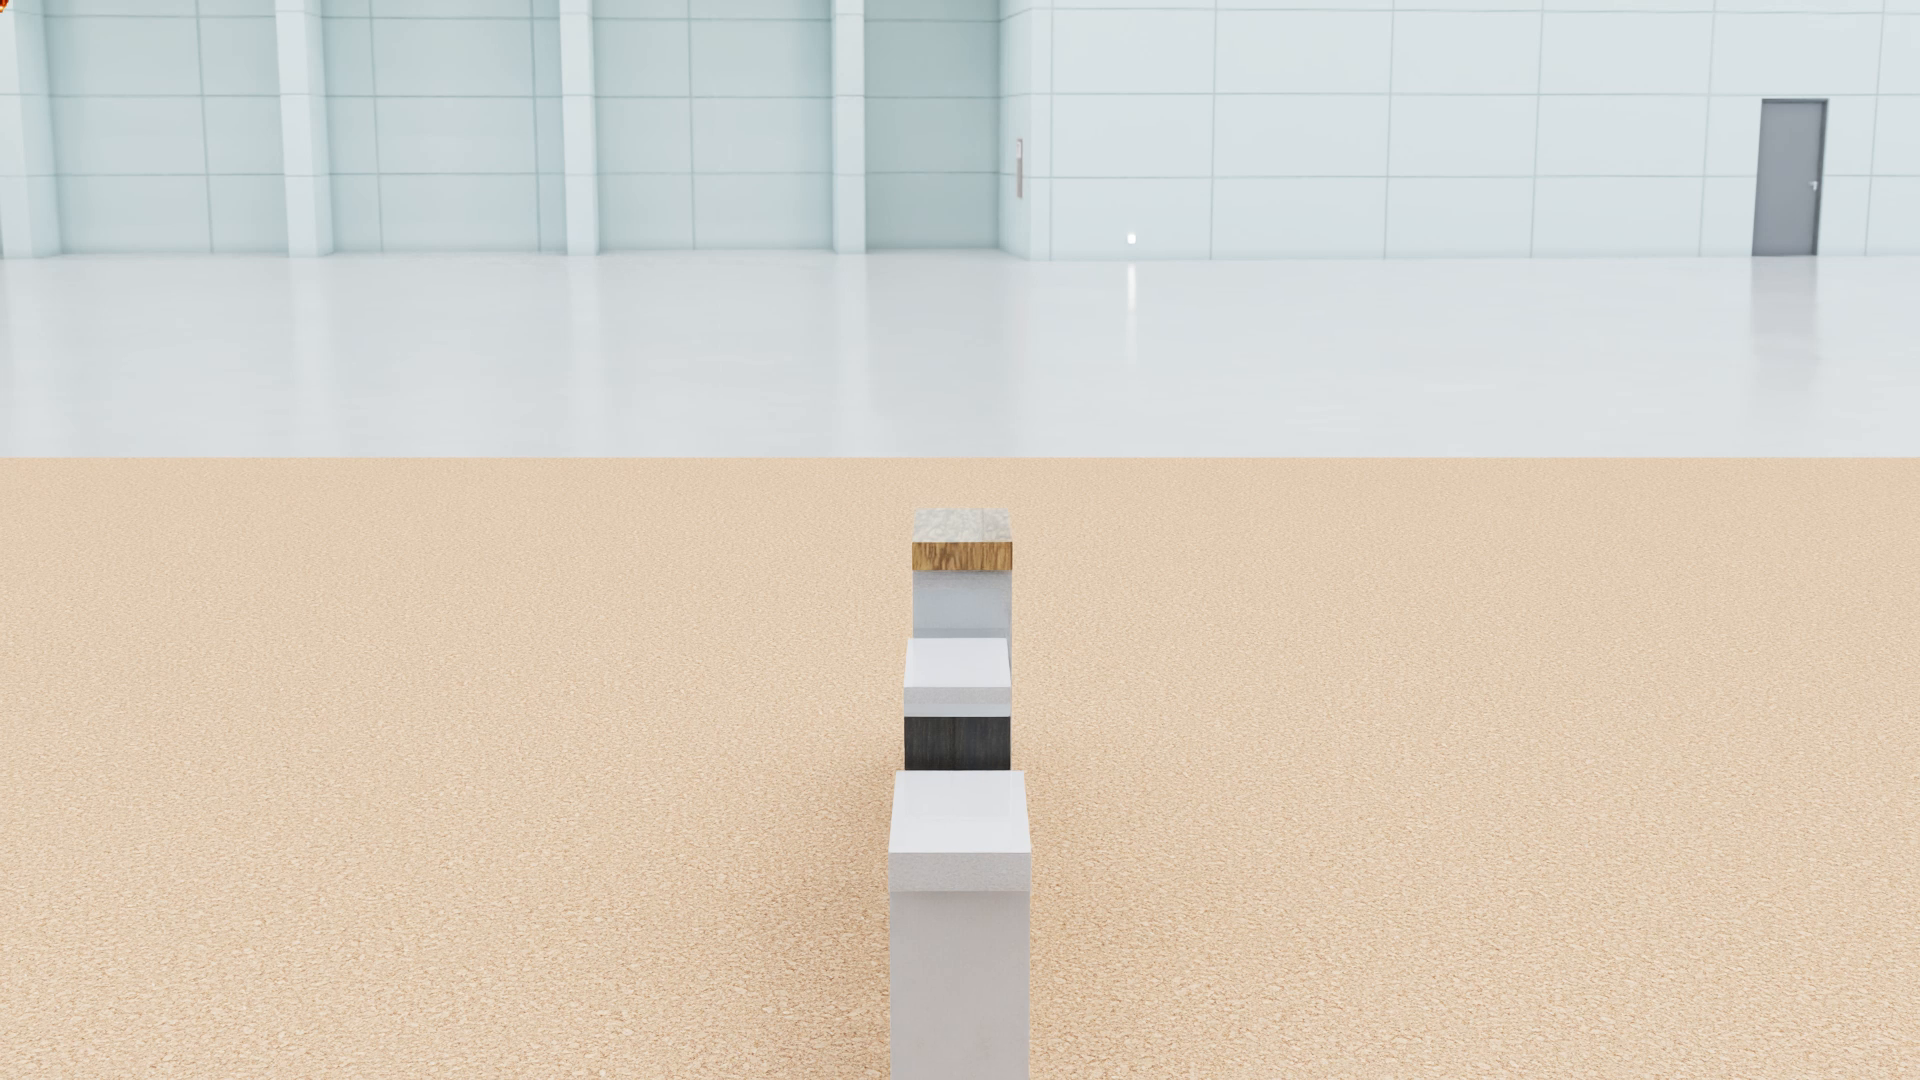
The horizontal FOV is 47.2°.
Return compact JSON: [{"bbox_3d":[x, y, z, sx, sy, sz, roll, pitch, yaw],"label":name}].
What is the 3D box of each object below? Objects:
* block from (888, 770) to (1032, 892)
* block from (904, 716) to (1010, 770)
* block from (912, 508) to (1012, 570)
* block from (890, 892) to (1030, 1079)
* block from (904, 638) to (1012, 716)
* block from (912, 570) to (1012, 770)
[{"bbox_3d":[0.000,0.370,2.829,0.173,0.049,0.346,0,11,0],"label":"block"},{"bbox_3d":[-0.004,0.461,3.076,0.146,0.469,0.041,0,11,0],"label":"block"},{"bbox_3d":[0.004,-0.003,3.393,0.149,0.042,0.297,0,11,0],"label":"block"},{"bbox_3d":[0.000,0.585,2.752,0.173,0.346,0.049,0,11,0],"label":"block"},{"bbox_3d":[-0.004,0.193,3.125,0.146,0.041,0.292,0,11,0],"label":"block"},{"bbox_3d":[0.004,0.280,3.345,0.148,0.497,0.042,0,11,0],"label":"block"}]
